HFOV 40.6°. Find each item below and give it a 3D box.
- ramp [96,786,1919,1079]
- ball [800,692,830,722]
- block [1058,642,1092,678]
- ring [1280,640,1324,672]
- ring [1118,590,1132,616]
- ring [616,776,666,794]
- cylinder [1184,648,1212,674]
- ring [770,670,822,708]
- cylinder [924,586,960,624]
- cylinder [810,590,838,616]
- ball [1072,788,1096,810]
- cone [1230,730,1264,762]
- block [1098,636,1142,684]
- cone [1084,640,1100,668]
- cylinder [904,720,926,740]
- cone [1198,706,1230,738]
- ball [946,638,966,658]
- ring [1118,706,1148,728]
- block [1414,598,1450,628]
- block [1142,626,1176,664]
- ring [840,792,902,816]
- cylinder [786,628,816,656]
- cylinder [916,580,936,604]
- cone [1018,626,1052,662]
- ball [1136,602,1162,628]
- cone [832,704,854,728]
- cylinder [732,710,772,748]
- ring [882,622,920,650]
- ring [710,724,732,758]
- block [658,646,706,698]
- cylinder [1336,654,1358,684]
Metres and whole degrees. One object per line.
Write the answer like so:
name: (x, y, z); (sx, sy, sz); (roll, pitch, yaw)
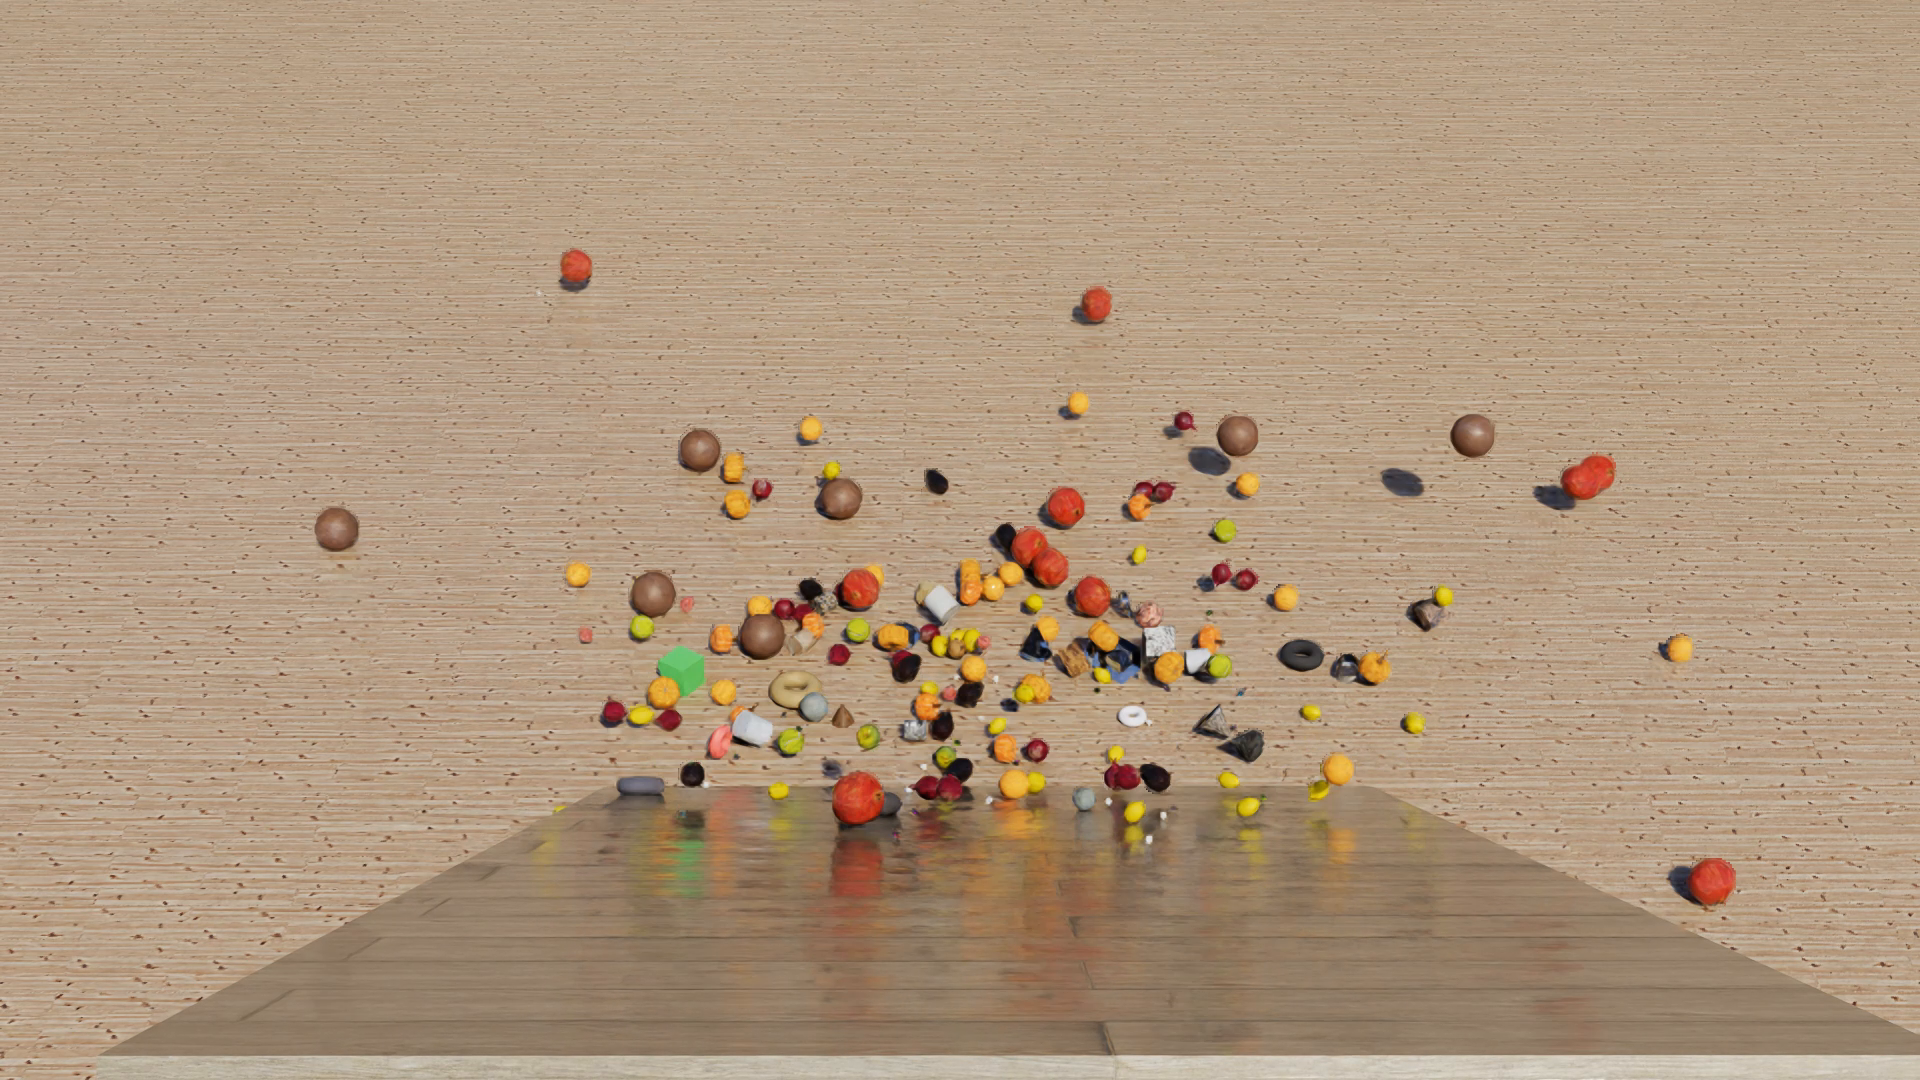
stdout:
ramp: (0.074, 0.648, 4.778); (2.000, 0.100, 4.000); (0, -1, 0)
ball: (-0.400, 0.459, 7.131); (0.080, 0.080, 0.080); (0, 34, 0)
block: (0.323, 0.338, 7.309); (0.062, 0.062, 0.062); (-29, 34, 2)
ring: (0.971, 0.327, 7.366); (0.122, 0.041, 0.122); (0, 35, 0)
ring: (0.480, 0.186, 7.541); (0.026, 0.078, 0.078); (-14, 34, 5)
ring: (-0.804, 0.618, 6.532); (0.124, 0.041, 0.124); (0, -3, 0)
cylinder: (0.670, 0.339, 7.298); (0.066, 0.066, 0.066); (-8, 34, 3)
ring: (-0.456, 0.416, 7.224); (0.148, 0.049, 0.148); (0, 32, 0)
cylinder: (-0.051, 0.185, 7.463); (0.077, 0.077, 0.077); (-28, 65, -35)
cylinder: (-0.398, 0.185, 7.562); (0.059, 0.059, 0.059); (-27, 42, -34)
ball: (0.287, 0.599, 5.993); (0.054, 0.054, 0.054); (0, 34, 0)
cone: (0.752, 0.545, 6.951); (0.087, 0.087, 0.087); (16, 21, -38)
block: (0.449, 0.337, 7.300); (0.082, 0.082, 0.082); (-36, 48, -28)
cone: (0.374, 0.311, 7.361); (0.073, 0.073, 0.073); (0, 34, 0)
cylinder: (-0.121, 0.515, 7.048); (0.056, 0.056, 0.056); (0, 34, 0)
cone: (0.706, 0.509, 7.042); (0.088, 0.088, 0.088); (46, 44, 2)
ball: (-0.010, 0.308, 7.370); (0.056, 0.056, 0.056); (0, 34, 0)
ring: (0.476, 0.485, 7.142); (0.079, 0.026, 0.079); (0, 35, 0)
block: (1.360, 0.210, 7.477); (0.064, 0.064, 0.064); (-32, 7, -12)
block: (0.563, 0.297, 7.341); (0.083, 0.083, 0.083); (-2, 72, -2)
ring: (-0.204, 0.600, 5.897); (0.142, 0.047, 0.142); (-1, -1, 0)
cylinder: (-0.453, 0.291, 7.399); (0.059, 0.059, 0.059); (25, 47, 32)
cylinder: (-0.101, 0.155, 7.614); (0.052, 0.052, 0.052); (7, 43, 10)
cone: (0.215, 0.280, 7.384); (0.098, 0.098, 0.098); (0, 34, 0)
ball: (0.548, 0.219, 7.497); (0.075, 0.075, 0.075); (0, 34, 0)
cone: (-0.323, 0.473, 7.126); (0.064, 0.064, 0.064); (0, 34, 0)
cylinder: (-0.560, 0.510, 7.001); (0.078, 0.078, 0.078); (30, 18, -33)
ring: (-0.169, 0.275, 7.449); (0.109, 0.036, 0.109); (-1, 35, 1)
ring: (-0.645, 0.542, 6.983); (0.031, 0.093, 0.093); (16, 37, 20)
block: (-0.777, 0.367, 7.261); (0.089, 0.089, 0.089); (22, 39, 29)
cylinder: (1.090, 0.361, 7.297); (0.059, 0.059, 0.059); (6, 34, 9)
